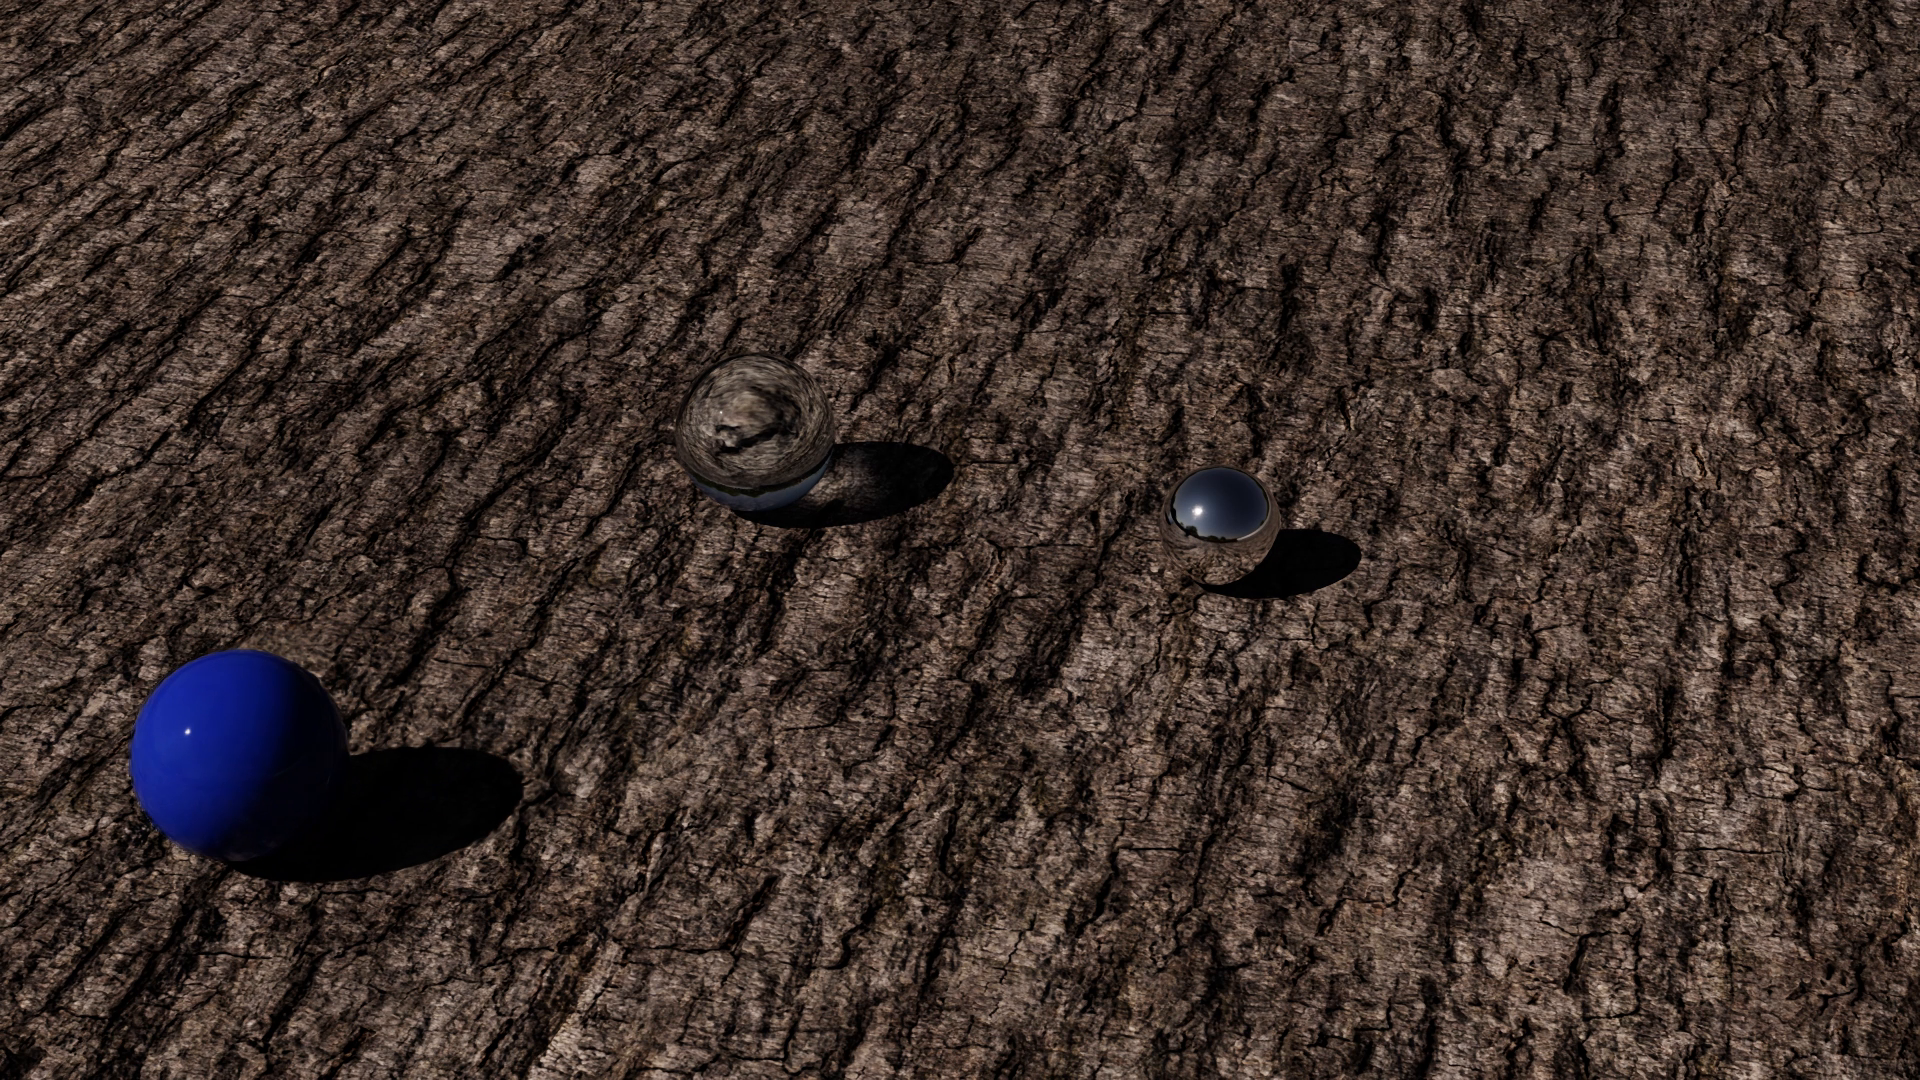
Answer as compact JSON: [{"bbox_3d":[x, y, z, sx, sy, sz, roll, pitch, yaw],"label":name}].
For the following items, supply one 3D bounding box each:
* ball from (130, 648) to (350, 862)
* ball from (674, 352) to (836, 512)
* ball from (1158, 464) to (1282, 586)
[{"bbox_3d":[-0.331,0.099,1.356,0.098,0.098,0.098,0,32,0],"label":"ball"},{"bbox_3d":[-0.113,-0.059,1.621,0.088,0.088,0.088,0,32,0],"label":"ball"},{"bbox_3d":[0.138,-0.008,1.560,0.065,0.065,0.065,0,32,0],"label":"ball"}]
